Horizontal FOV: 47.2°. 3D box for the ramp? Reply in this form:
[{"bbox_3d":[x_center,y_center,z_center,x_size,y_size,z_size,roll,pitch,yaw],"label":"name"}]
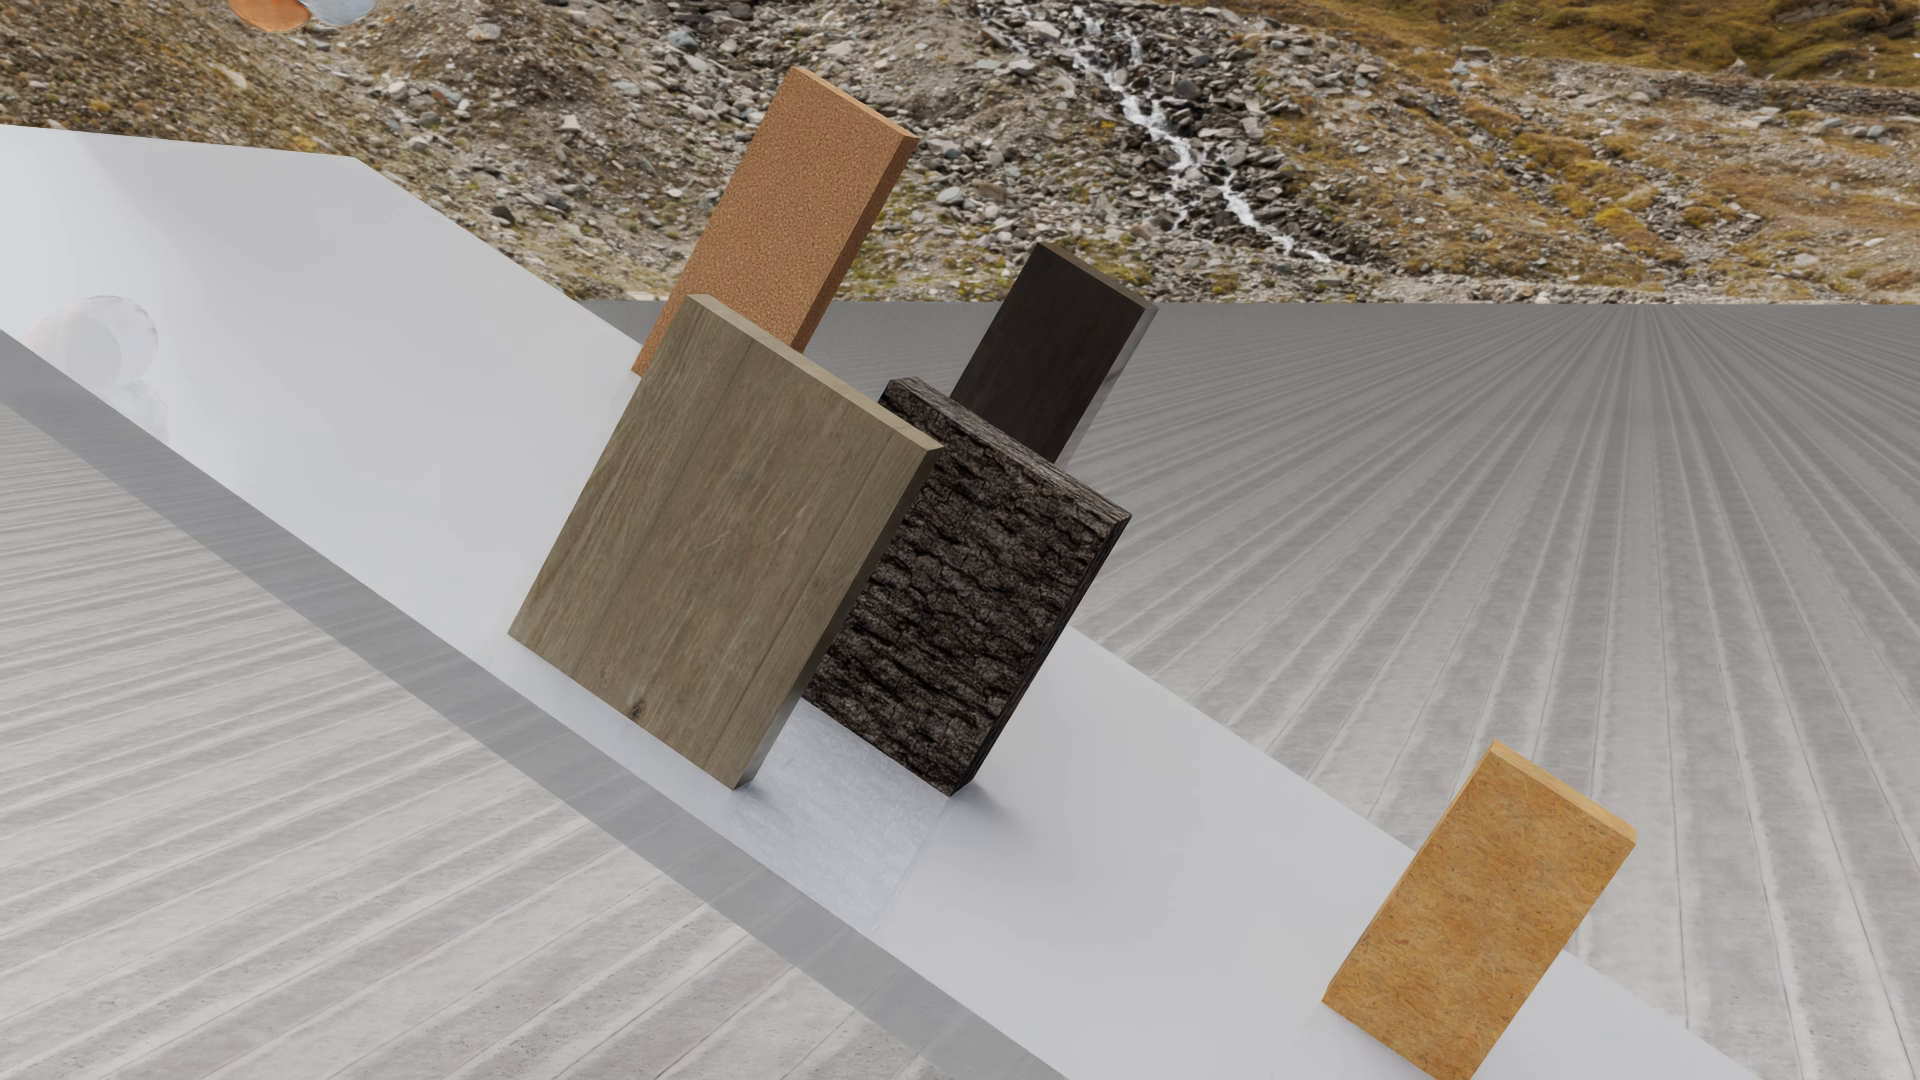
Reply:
[{"bbox_3d":[-0.172,0.283,4.122,4.000,0.100,2.000,33,15,11],"label":"ramp"}]

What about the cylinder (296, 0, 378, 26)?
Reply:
[{"bbox_3d":[-1.270,-1.147,4.379,0.178,0.178,0.178,3,-15,21],"label":"cylinder"}]

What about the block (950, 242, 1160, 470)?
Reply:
[{"bbox_3d":[0.081,-0.190,4.416,0.251,0.789,0.132,33,15,11],"label":"block"}]

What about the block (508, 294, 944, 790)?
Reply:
[{"bbox_3d":[-0.359,0.003,3.293,0.432,0.602,0.081,33,15,11],"label":"block"}]

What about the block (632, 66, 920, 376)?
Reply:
[{"bbox_3d":[-0.420,-0.640,4.951,0.306,0.782,0.110,33,15,11],"label":"block"}]

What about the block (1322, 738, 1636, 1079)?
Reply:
[{"bbox_3d":[0.876,0.637,3.726,0.274,0.529,0.105,33,15,11],"label":"block"}]

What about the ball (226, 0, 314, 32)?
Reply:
[{"bbox_3d":[-1.421,-1.157,4.548,0.208,0.208,0.208,0,7,0],"label":"ball"}]

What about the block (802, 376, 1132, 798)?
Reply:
[{"bbox_3d":[-0.047,0.076,3.753,0.447,0.552,0.139,33,15,11],"label":"block"}]
